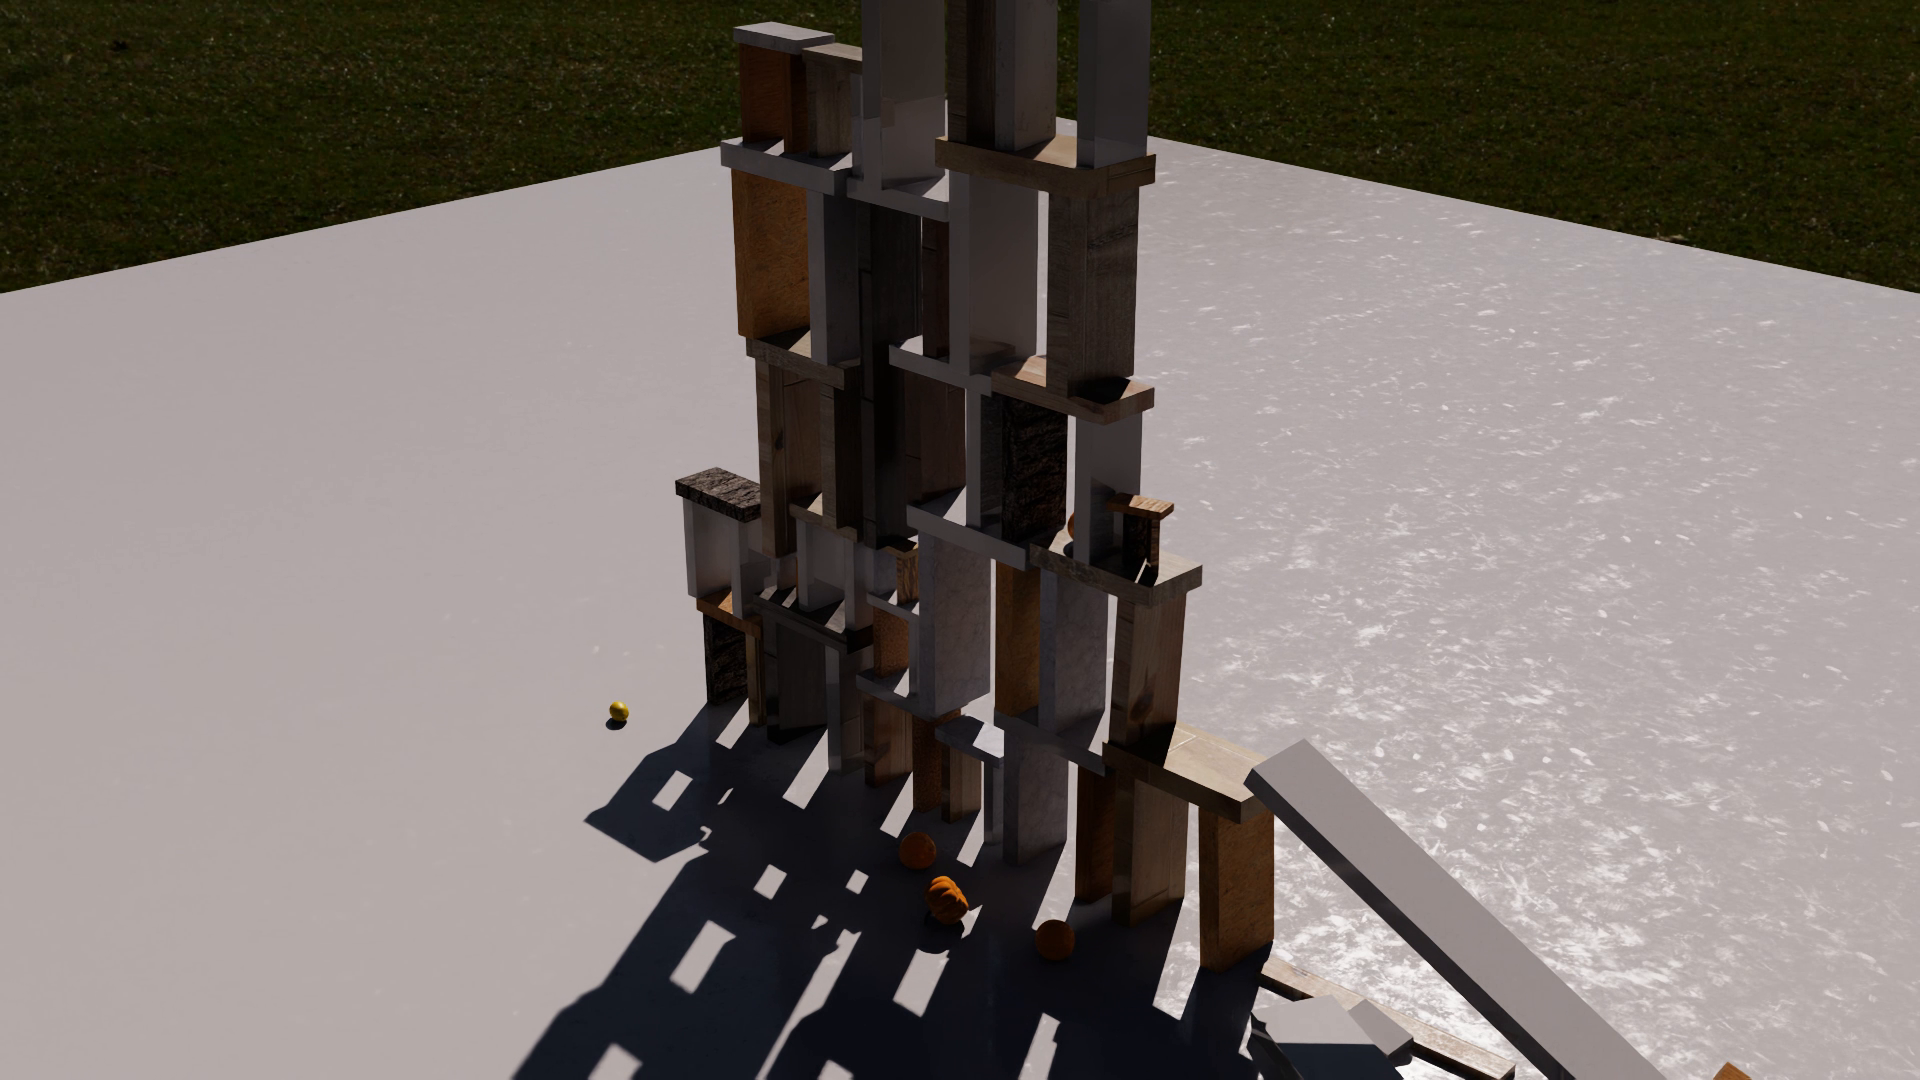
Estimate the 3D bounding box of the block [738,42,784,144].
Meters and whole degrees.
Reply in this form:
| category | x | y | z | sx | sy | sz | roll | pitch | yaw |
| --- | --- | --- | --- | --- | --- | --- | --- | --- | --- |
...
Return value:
| category | x | y | z | sx | sy | sz | roll | pitch | yaw |
| --- | --- | --- | --- | --- | --- | --- | --- | --- | --- |
| block | -0.380 | -0.872 | 4.262 | 0.095 | 0.189 | 0.027 | -21 | 30 | -40 |

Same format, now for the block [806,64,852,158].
| category | x | y | z | sx | sy | sz | roll | pitch | yaw |
| --- | --- | --- | --- | --- | --- | --- | --- | --- | --- |
| block | -0.246 | -0.814 | 4.141 | 0.088 | 0.175 | 0.025 | -21 | 30 | -41 |

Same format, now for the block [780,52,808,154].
| category | x | y | z | sx | sy | sz | roll | pitch | yaw |
| --- | --- | --- | --- | --- | --- | --- | --- | --- | --- |
| block | -0.292 | -0.837 | 4.179 | 0.095 | 0.189 | 0.027 | -21 | 31 | -40 |

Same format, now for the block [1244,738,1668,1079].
| category | x | y | z | sx | sy | sz | roll | pitch | yaw |
| --- | --- | --- | --- | --- | --- | --- | --- | --- | --- |
| block | 0.846 | 0.678 | 3.616 | 0.149 | 0.042 | 0.931 | -22 | 56 | -41 |

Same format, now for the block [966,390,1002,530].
| category | x | y | z | sx | sy | sz | roll | pitch | yaw |
| --- | --- | --- | --- | --- | --- | --- | --- | --- | --- |
| block | 0.071 | -0.165 | 4.076 | 0.133 | 0.266 | 0.038 | -21 | 31 | -41 |

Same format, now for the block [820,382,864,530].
| category | x | y | z | sx | sy | sz | roll | pitch | yaw |
| --- | --- | --- | --- | --- | --- | --- | --- | --- | --- |
| block | -0.205 | -0.183 | 4.357 | 0.149 | 0.298 | 0.042 | -20 | 31 | -40 |

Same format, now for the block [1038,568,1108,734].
| category | x | y | z | sx | sy | sz | roll | pitch | yaw |
| --- | --- | --- | --- | --- | --- | --- | --- | --- | --- |
| block | 0.211 | 0.186 | 4.078 | 0.143 | 0.325 | 0.041 | -21 | 31 | -41 |

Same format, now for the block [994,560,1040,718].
| category | x | y | z | sx | sy | sz | roll | pitch | yaw |
| --- | --- | --- | --- | --- | --- | --- | --- | --- | --- |
| block | 0.136 | 0.164 | 4.148 | 0.044 | 0.310 | 0.155 | 21 | 31 | 41 |

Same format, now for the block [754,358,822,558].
| category | x | y | z | sx | sy | sz | roll | pitch | yaw |
| --- | --- | --- | --- | --- | --- | --- | --- | --- | --- |
| block | -0.342 | -0.182 | 4.513 | 0.149 | 0.423 | 0.042 | -21 | 31 | -40 |

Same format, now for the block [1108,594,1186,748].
| category | x | y | z | sx | sy | sz | roll | pitch | yaw |
| --- | --- | --- | --- | --- | --- | --- | --- | --- | --- |
| block | 0.337 | 0.217 | 3.952 | 0.143 | 0.286 | 0.041 | -21 | 33 | -40 |

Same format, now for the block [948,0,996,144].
| category | x | y | z | sx | sy | sz | roll | pitch | yaw |
| --- | --- | --- | --- | --- | --- | --- | --- | --- | --- |
| block | 0.051 | -0.860 | 3.798 | 0.046 | 0.322 | 0.161 | 21 | 31 | 40 |

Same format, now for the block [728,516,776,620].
| category | x | y | z | sx | sy | sz | roll | pitch | yaw |
| --- | --- | --- | --- | --- | --- | --- | --- | --- | --- |
| block | -0.437 | 0.045 | 4.720 | 0.116 | 0.231 | 0.033 | -21 | 31 | -40 |

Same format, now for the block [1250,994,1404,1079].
| category | x | y | z | sx | sy | sz | roll | pitch | yaw |
| --- | --- | --- | --- | --- | --- | --- | --- | --- | --- |
| block | 0.608 | 0.857 | 3.643 | 0.149 | 0.042 | 0.299 | -8 | 19 | -13 |

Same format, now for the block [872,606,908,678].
| category | x | y | z | sx | sy | sz | roll | pitch | yaw |
| --- | --- | --- | --- | --- | --- | --- | --- | --- | --- |
| block | -0.140 | 0.196 | 4.466 | 0.022 | 0.157 | 0.079 | 21 | 31 | 40 |

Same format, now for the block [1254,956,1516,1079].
| category | x | y | z | sx | sy | sz | roll | pitch | yaw |
| --- | --- | --- | --- | --- | --- | --- | --- | --- | --- |
| block | 0.726 | 0.826 | 3.792 | 0.481 | 0.017 | 0.059 | 19 | 29 | 37 |

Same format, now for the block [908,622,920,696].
| category | x | y | z | sx | sy | sz | roll | pitch | yaw |
| --- | --- | --- | --- | --- | --- | --- | --- | --- | --- |
| block | -0.066 | 0.225 | 4.397 | 0.079 | 0.158 | 0.022 | -21 | 31 | -40 |

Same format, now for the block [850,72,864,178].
| category | x | y | z | sx | sy | sz | roll | pitch | yaw |
| --- | --- | --- | --- | --- | --- | --- | --- | --- | --- |
| block | -0.160 | -0.773 | 4.066 | 0.025 | 0.192 | 0.088 | 21 | 31 | 40 |

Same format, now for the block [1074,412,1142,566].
| category | x | y | z | sx | sy | sz | roll | pitch | yaw |
| --- | --- | --- | --- | --- | --- | --- | --- | --- | --- |
| block | 0.262 | -0.102 | 3.892 | 0.134 | 0.267 | 0.038 | -21 | 31 | -40 |

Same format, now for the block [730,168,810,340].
| category | x | y | z | sx | sy | sz | roll | pitch | yaw |
| --- | --- | --- | --- | --- | --- | --- | --- | --- | --- |
| block | -0.367 | -0.583 | 4.377 | 0.169 | 0.338 | 0.048 | -21 | 30 | -40 |

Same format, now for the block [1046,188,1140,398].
| category | x | y | z | sx | sy | sz | roll | pitch | yaw |
| --- | --- | --- | --- | --- | --- | --- | --- | --- | --- |
| block | 0.228 | -0.437 | 3.791 | 0.050 | 0.353 | 0.176 | 21 | 31 | 40 |

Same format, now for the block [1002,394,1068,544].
| category | x | y | z | sx | sy | sz | roll | pitch | yaw |
| --- | --- | --- | --- | --- | --- | --- | --- | --- | --- |
| block | 0.137 | -0.146 | 4.014 | 0.134 | 0.280 | 0.038 | -21 | 31 | -41 |

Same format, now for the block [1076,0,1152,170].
| category | x | y | z | sx | sy | sz | roll | pitch | yaw |
| --- | --- | --- | --- | --- | --- | --- | --- | --- | --- |
| block | 0.254 | -0.759 | 3.623 | 0.039 | 0.272 | 0.136 | 21 | 31 | 40 |

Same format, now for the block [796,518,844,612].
| category | x | y | z | sx | sy | sz | roll | pitch | yaw |
| --- | --- | --- | --- | --- | --- | --- | --- | --- | --- |
| block | -0.288 | 0.039 | 4.549 | 0.102 | 0.203 | 0.029 | -21 | 31 | -40 |

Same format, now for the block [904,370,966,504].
| category | x | y | z | sx | sy | sz | roll | pitch | yaw |
| --- | --- | --- | --- | --- | --- | --- | --- | --- | --- |
| block | -0.046 | -0.213 | 4.190 | 0.038 | 0.266 | 0.133 | 17 | 28 | 36 |

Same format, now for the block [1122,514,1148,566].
| category | x | y | z | sx | sy | sz | roll | pitch | yaw |
| --- | --- | --- | --- | --- | --- | --- | --- | --- | --- |
| block | 0.310 | -0.014 | 3.889 | 0.015 | 0.105 | 0.053 | 18 | 29 | 38 |

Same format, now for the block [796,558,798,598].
| category | x | y | z | sx | sy | sz | roll | pitch | yaw |
| --- | --- | --- | --- | --- | --- | --- | --- | --- | --- |
| block | -0.322 | 0.073 | 4.608 | 0.013 | 0.094 | 0.047 | 21 | 31 | 40 |

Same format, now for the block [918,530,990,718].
| category | x | y | z | sx | sy | sz | roll | pitch | yaw |
| --- | --- | --- | --- | --- | --- | --- | --- | --- | --- |
| block | -0.009 | 0.143 | 4.297 | 0.044 | 0.387 | 0.155 | 21 | 31 | 41 |

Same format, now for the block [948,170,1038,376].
| category | x | y | z | sx | sy | sz | roll | pitch | yaw |
| --- | --- | --- | --- | --- | --- | --- | --- | --- | --- |
| block | 0.061 | -0.494 | 3.944 | 0.050 | 0.367 | 0.176 | 21 | 31 | 41 |

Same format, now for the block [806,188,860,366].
| category | x | y | z | sx | sy | sz | roll | pitch | yaw |
| --- | --- | --- | --- | --- | --- | --- | --- | --- | --- |
| block | -0.211 | -0.519 | 4.227 | 0.169 | 0.338 | 0.048 | -21 | 31 | -40 |

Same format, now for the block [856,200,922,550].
| category | x | y | z | sx | sy | sz | roll | pitch | yaw |
| --- | --- | --- | --- | --- | --- | --- | --- | --- | --- |
| block | -0.132 | -0.323 | 4.239 | 0.130 | 0.697 | 0.037 | -21 | 31 | -40 |

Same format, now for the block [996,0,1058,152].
| category | x | y | z | sx | sy | sz | roll | pitch | yaw |
| --- | --- | --- | --- | --- | --- | --- | --- | --- | --- |
| block | 0.114 | -0.811 | 3.746 | 0.039 | 0.272 | 0.136 | 14 | 27 | 31 |

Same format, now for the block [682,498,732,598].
| category | x | y | z | sx | sy | sz | roll | pitch | yaw |
| --- | --- | --- | --- | --- | --- | --- | --- | --- | --- |
| block | -0.547 | 0.002 | 4.821 | 0.033 | 0.231 | 0.116 | 21 | 31 | 41 |

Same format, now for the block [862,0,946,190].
| category | x | y | z | sx | sy | sz | roll | pitch | yaw |
| --- | --- | --- | --- | --- | --- | --- | --- | --- | --- |
| block | -0.101 | -0.865 | 3.963 | 0.161 | 0.442 | 0.046 | -21 | 31 | -40 |

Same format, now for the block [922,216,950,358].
| category | x | y | z | sx | sy | sz | roll | pitch | yaw |
| --- | --- | --- | --- | --- | --- | --- | --- | --- | --- |
| block | -0.010 | -0.475 | 4.038 | 0.037 | 0.260 | 0.130 | 21 | 31 | 40 |

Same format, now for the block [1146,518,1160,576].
| category | x | y | z | sx | sy | sz | roll | pitch | yaw |
| --- | --- | --- | --- | --- | --- | --- | --- | --- | --- |
| block | 0.338 | 0.003 | 3.849 | 0.015 | 0.105 | 0.053 | -2 | 23 | -3 |

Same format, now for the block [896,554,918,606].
| category | x | y | z | sx | sy | sz | roll | pitch | yaw |
| --- | --- | --- | --- | --- | --- | --- | --- | --- | --- |
| block | -0.102 | 0.074 | 4.364 | 0.051 | 0.103 | 0.015 | -21 | 31 | -40 |

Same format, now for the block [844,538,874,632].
| category | x | y | z | sx | sy | sz | roll | pitch | yaw |
| --- | --- | --- | --- | --- | --- | --- | --- | --- | --- |
| block | -0.188 | 0.074 | 4.465 | 0.029 | 0.203 | 0.102 | 21 | 30 | 39 |

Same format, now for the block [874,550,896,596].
| category | x | y | z | sx | sy | sz | roll | pitch | yaw |
| --- | --- | --- | --- | --- | --- | --- | --- | --- | --- |
| block | -0.150 | 0.055 | 4.408 | 0.051 | 0.103 | 0.015 | -21 | 31 | -40 |
